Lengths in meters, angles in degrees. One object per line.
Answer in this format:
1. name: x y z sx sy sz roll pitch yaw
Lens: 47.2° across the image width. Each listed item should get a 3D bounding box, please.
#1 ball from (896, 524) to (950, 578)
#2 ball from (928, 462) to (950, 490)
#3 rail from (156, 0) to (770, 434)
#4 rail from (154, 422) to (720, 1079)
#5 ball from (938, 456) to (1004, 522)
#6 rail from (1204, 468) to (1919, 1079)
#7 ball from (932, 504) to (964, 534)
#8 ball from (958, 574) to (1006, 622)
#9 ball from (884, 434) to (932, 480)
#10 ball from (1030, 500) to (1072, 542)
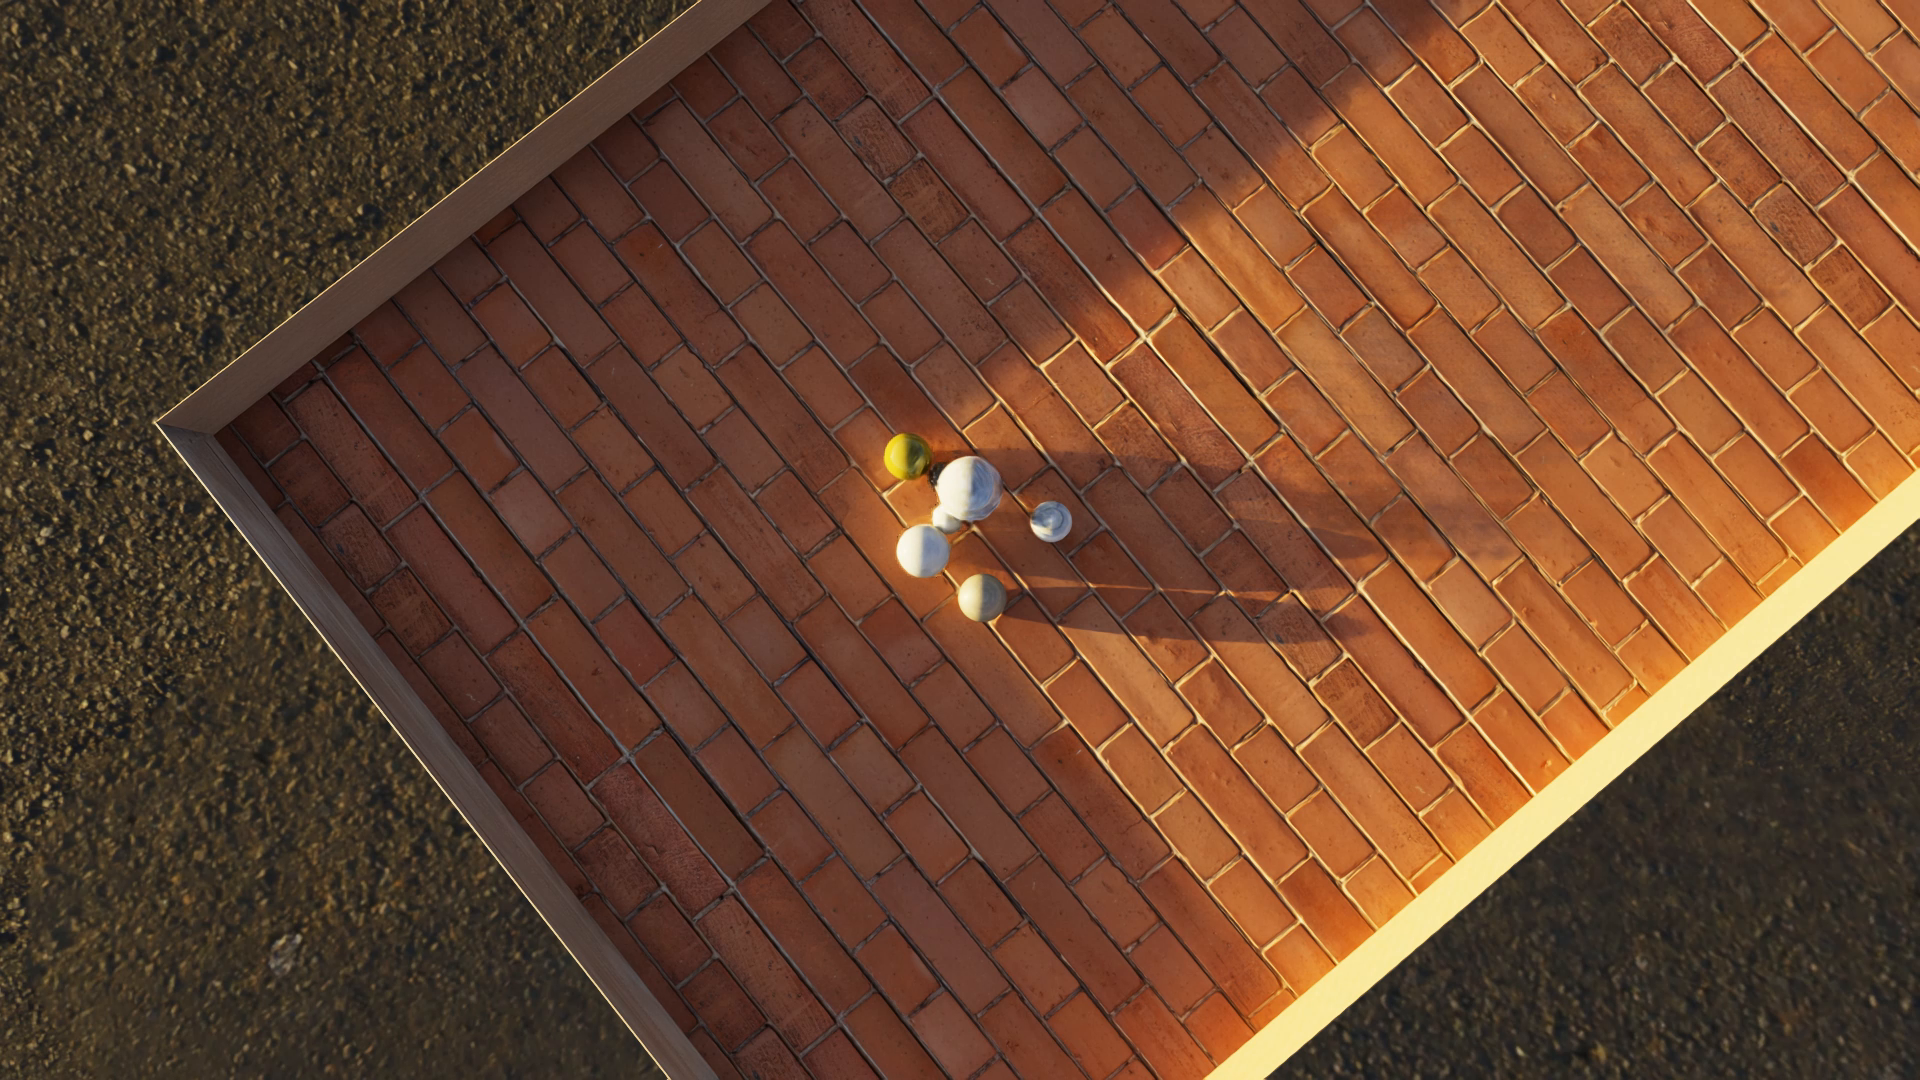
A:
1. ball: -0.054 0.016 3.260 0.079 0.079 0.079 0 82 0
2. ball: -0.024 -0.095 3.293 0.046 0.046 0.046 0 82 0
3. rail: 0.085 -1.157 3.406 3.221 0.125 0.045 -39 84 -5
4. rail: -0.604 0.487 3.168 0.045 0.125 1.737 -39 84 -5
5. ball: 0.015 -0.075 3.236 0.096 0.096 0.096 0 82 0
6. rail: 1.159 0.135 3.219 3.221 0.125 0.045 -39 84 -5
7. ball: -0.018 -0.032 3.283 0.048 0.048 0.048 0 82 0
8. ball: 0.033 0.086 3.254 0.072 0.072 0.072 0 82 0
9. ball: -0.077 -0.124 3.285 0.071 0.071 0.071 0 82 0
10. ball: 0.136 -0.027 3.276 0.062 0.062 0.062 0 82 0
